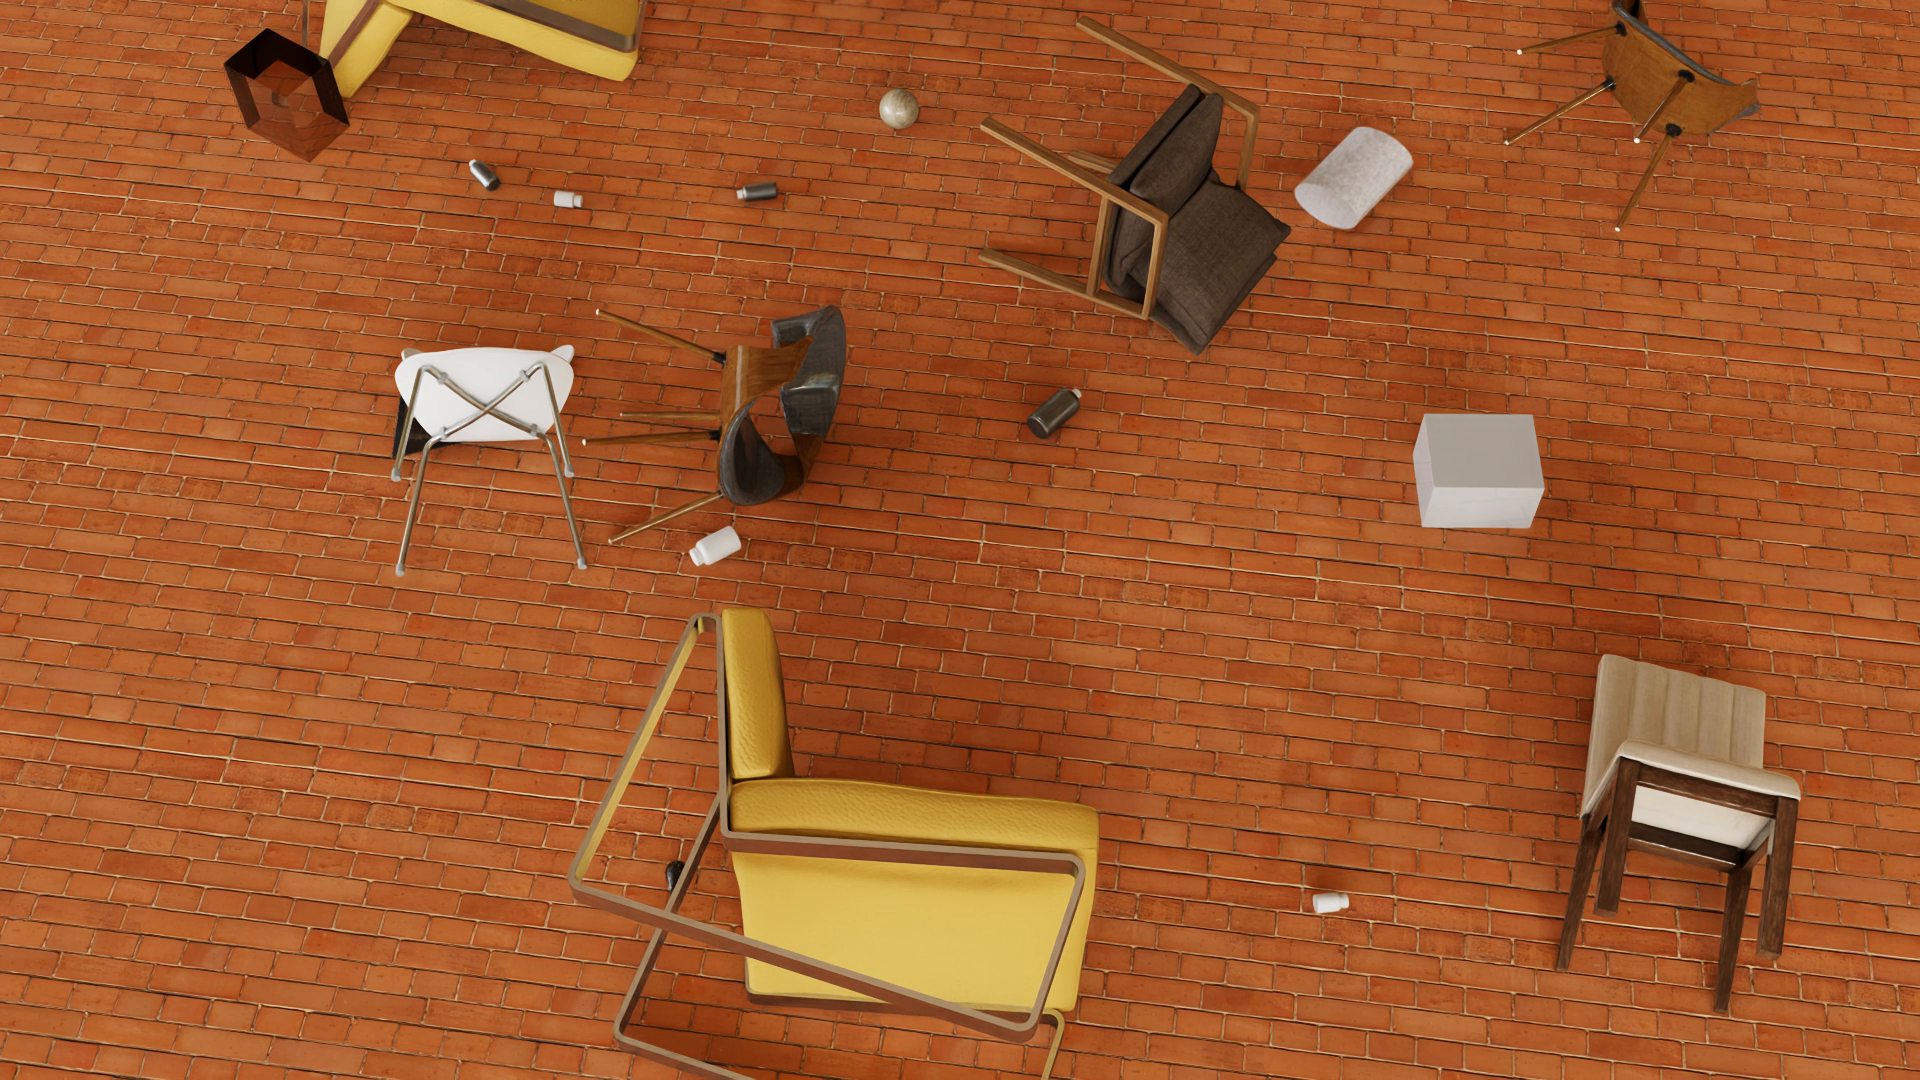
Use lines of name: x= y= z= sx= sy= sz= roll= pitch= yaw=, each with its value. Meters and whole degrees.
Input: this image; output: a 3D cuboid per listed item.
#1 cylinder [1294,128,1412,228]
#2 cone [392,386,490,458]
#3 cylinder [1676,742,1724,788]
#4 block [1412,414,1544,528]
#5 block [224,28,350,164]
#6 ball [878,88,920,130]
cylinder: x=1.305 y=-1.201 z=7.287 sx=0.246 sy=0.154 sz=0.331 roll=31 pitch=61 yaw=26
cone: x=-1.582 y=-0.341 z=6.751 sx=0.288 sy=0.180 sz=0.249 roll=8 pitch=53 yaw=-16
cylinder: x=2.058 y=0.626 z=6.115 sx=0.113 sy=0.063 sz=0.111 roll=-32 pitch=61 yaw=-20
block: x=1.549 y=-0.207 z=6.588 sx=0.323 sy=0.207 sz=0.270 roll=1 pitch=56 yaw=0
block: x=-2.259 y=-1.494 z=7.392 sx=0.281 sy=0.305 sz=0.205 roll=29 pitch=61 yaw=18
ball: x=-0.207 y=-1.465 z=7.475 sx=0.137 sy=0.137 sz=0.137 roll=0 pitch=56 yaw=0
